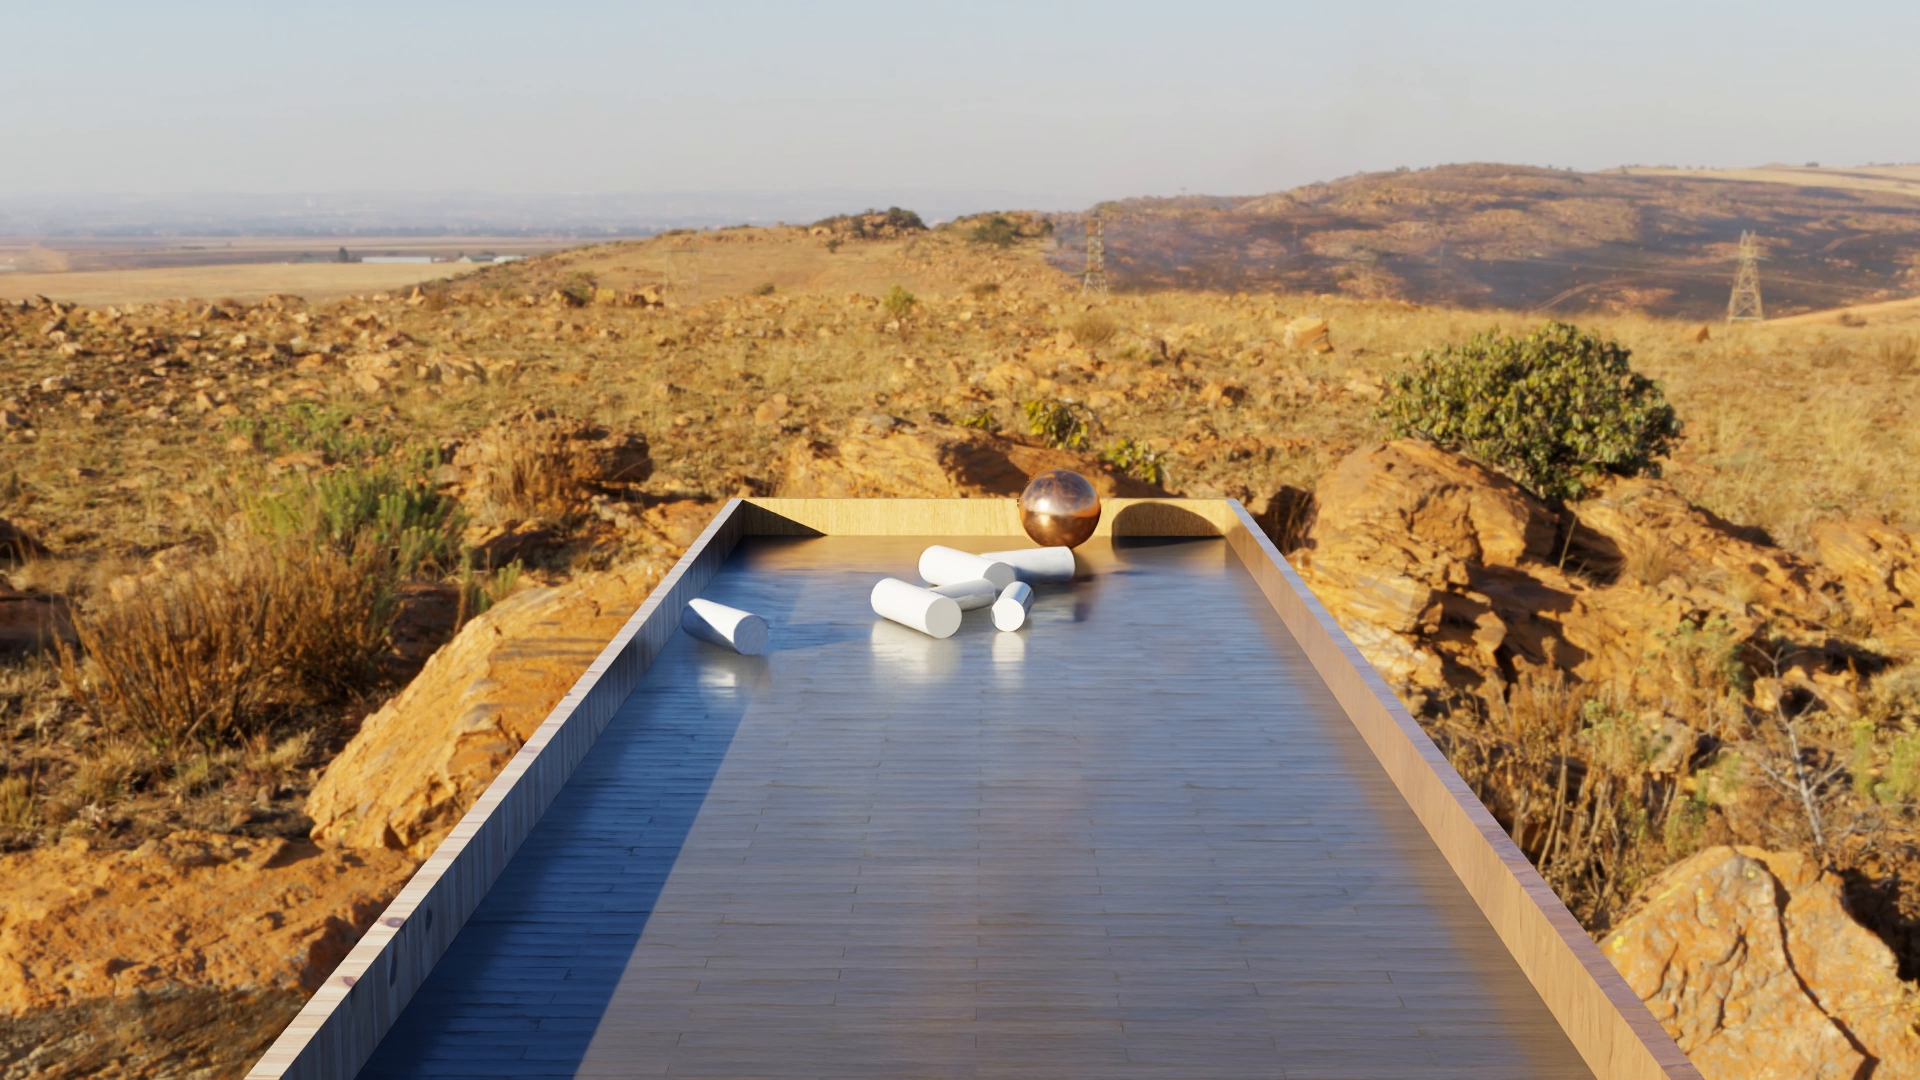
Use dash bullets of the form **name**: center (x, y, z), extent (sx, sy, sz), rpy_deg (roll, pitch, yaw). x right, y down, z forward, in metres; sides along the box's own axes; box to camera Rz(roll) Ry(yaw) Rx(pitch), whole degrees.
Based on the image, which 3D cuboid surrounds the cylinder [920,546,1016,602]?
- **cylinder**: center (0.024, 0.118, 7.813), extent (0.143, 0.143, 0.425), rpy_deg (-5, 11, -31)

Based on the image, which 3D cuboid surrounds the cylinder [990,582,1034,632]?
- **cylinder**: center (0.176, 0.218, 7.285), extent (0.109, 0.109, 0.314), rpy_deg (1, 9, 8)

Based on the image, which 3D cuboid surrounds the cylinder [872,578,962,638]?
- **cylinder**: center (-0.145, 0.221, 7.192), extent (0.133, 0.133, 0.397), rpy_deg (-5, 10, -27)

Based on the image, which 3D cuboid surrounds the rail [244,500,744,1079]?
- **rail**: center (-1.004, 0.839, 3.234), extent (0.050, 0.150, 12.000), rpy_deg (0, 9, 1)

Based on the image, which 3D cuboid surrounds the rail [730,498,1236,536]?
- **rail**: center (0.099, -0.098, 9.147), extent (2.100, 0.150, 0.050), rpy_deg (0, 9, 1)

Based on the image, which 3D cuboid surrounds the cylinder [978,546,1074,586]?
- **cylinder**: center (0.231, 0.102, 7.954), extent (0.354, 0.130, 0.130), rpy_deg (-5, 10, -30)

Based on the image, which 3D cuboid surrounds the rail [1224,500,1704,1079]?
- **rail**: center (1.046, 0.843, 3.208), extent (0.050, 0.150, 12.000), rpy_deg (0, 9, 1)

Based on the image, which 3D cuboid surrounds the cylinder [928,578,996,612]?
- **cylinder**: center (-0.018, 0.199, 7.434), extent (0.100, 0.100, 0.302), rpy_deg (8, 12, 41)

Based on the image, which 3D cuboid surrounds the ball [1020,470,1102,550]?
- **ball**: center (0.398, -0.120, 8.729), extent (0.324, 0.324, 0.324), rpy_deg (0, 9, 0)

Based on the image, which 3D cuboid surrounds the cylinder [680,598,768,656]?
- **cylinder**: center (-0.740, 0.271, 6.892), extent (0.128, 0.128, 0.330), rpy_deg (-6, 11, -35)
